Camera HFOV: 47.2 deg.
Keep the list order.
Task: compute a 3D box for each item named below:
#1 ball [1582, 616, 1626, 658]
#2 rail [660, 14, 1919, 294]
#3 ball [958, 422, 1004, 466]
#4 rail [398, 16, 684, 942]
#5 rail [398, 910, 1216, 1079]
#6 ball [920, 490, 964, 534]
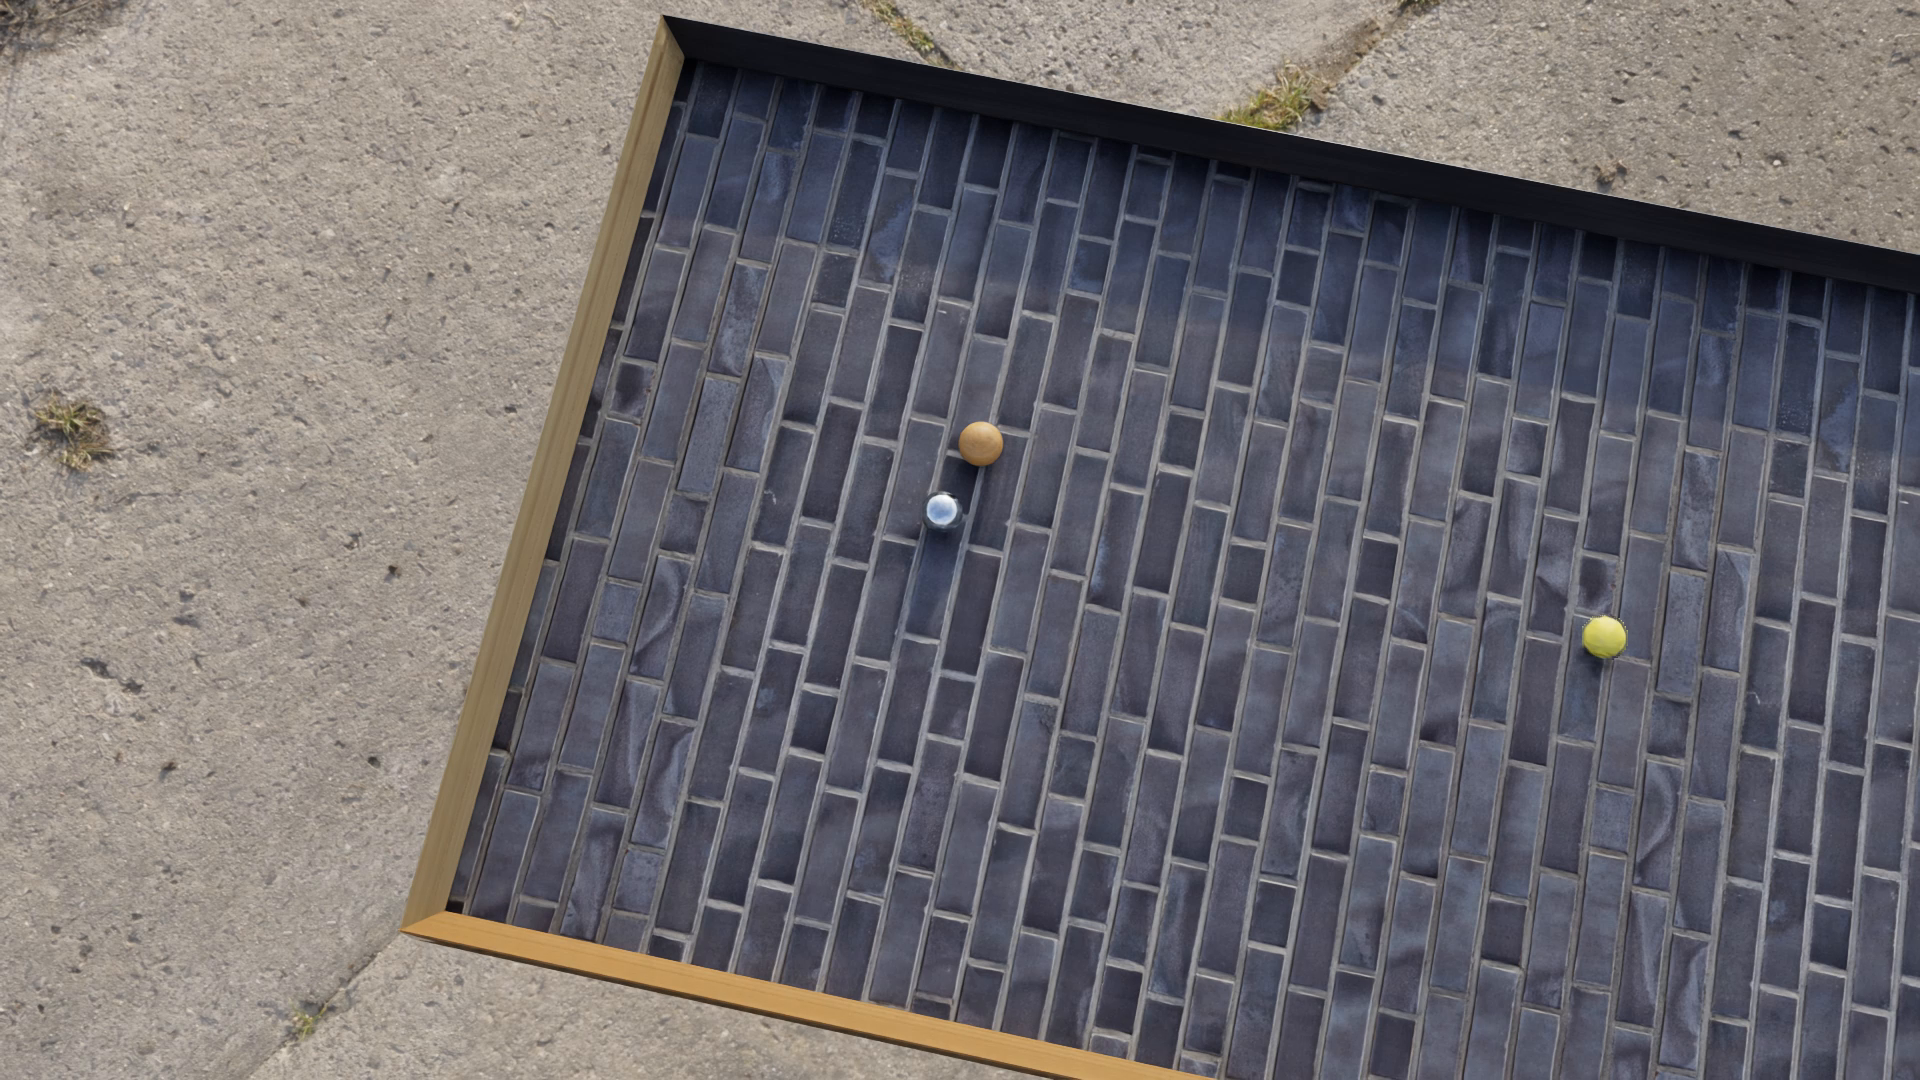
[{"bbox_3d":[0.979,0.148,3.341,0.063,0.063,0.063,0,73,0],"label":"ball"},{"bbox_3d":[0.801,-0.559,3.542,2.645,0.091,0.045,12,73,4],"label":"rail"},{"bbox_3d":[0.032,-0.150,3.428,0.070,0.070,0.070,0,73,0],"label":"ball"},{"bbox_3d":[-0.624,-0.131,3.411,0.045,0.091,1.519,12,73,4],"label":"rail"},{"bbox_3d":[0.493,0.817,3.120,2.645,0.091,0.045,12,73,4],"label":"rail"},{"bbox_3d":[-0.028,-0.043,3.398,0.066,0.066,0.066,0,73,0],"label":"ball"}]
